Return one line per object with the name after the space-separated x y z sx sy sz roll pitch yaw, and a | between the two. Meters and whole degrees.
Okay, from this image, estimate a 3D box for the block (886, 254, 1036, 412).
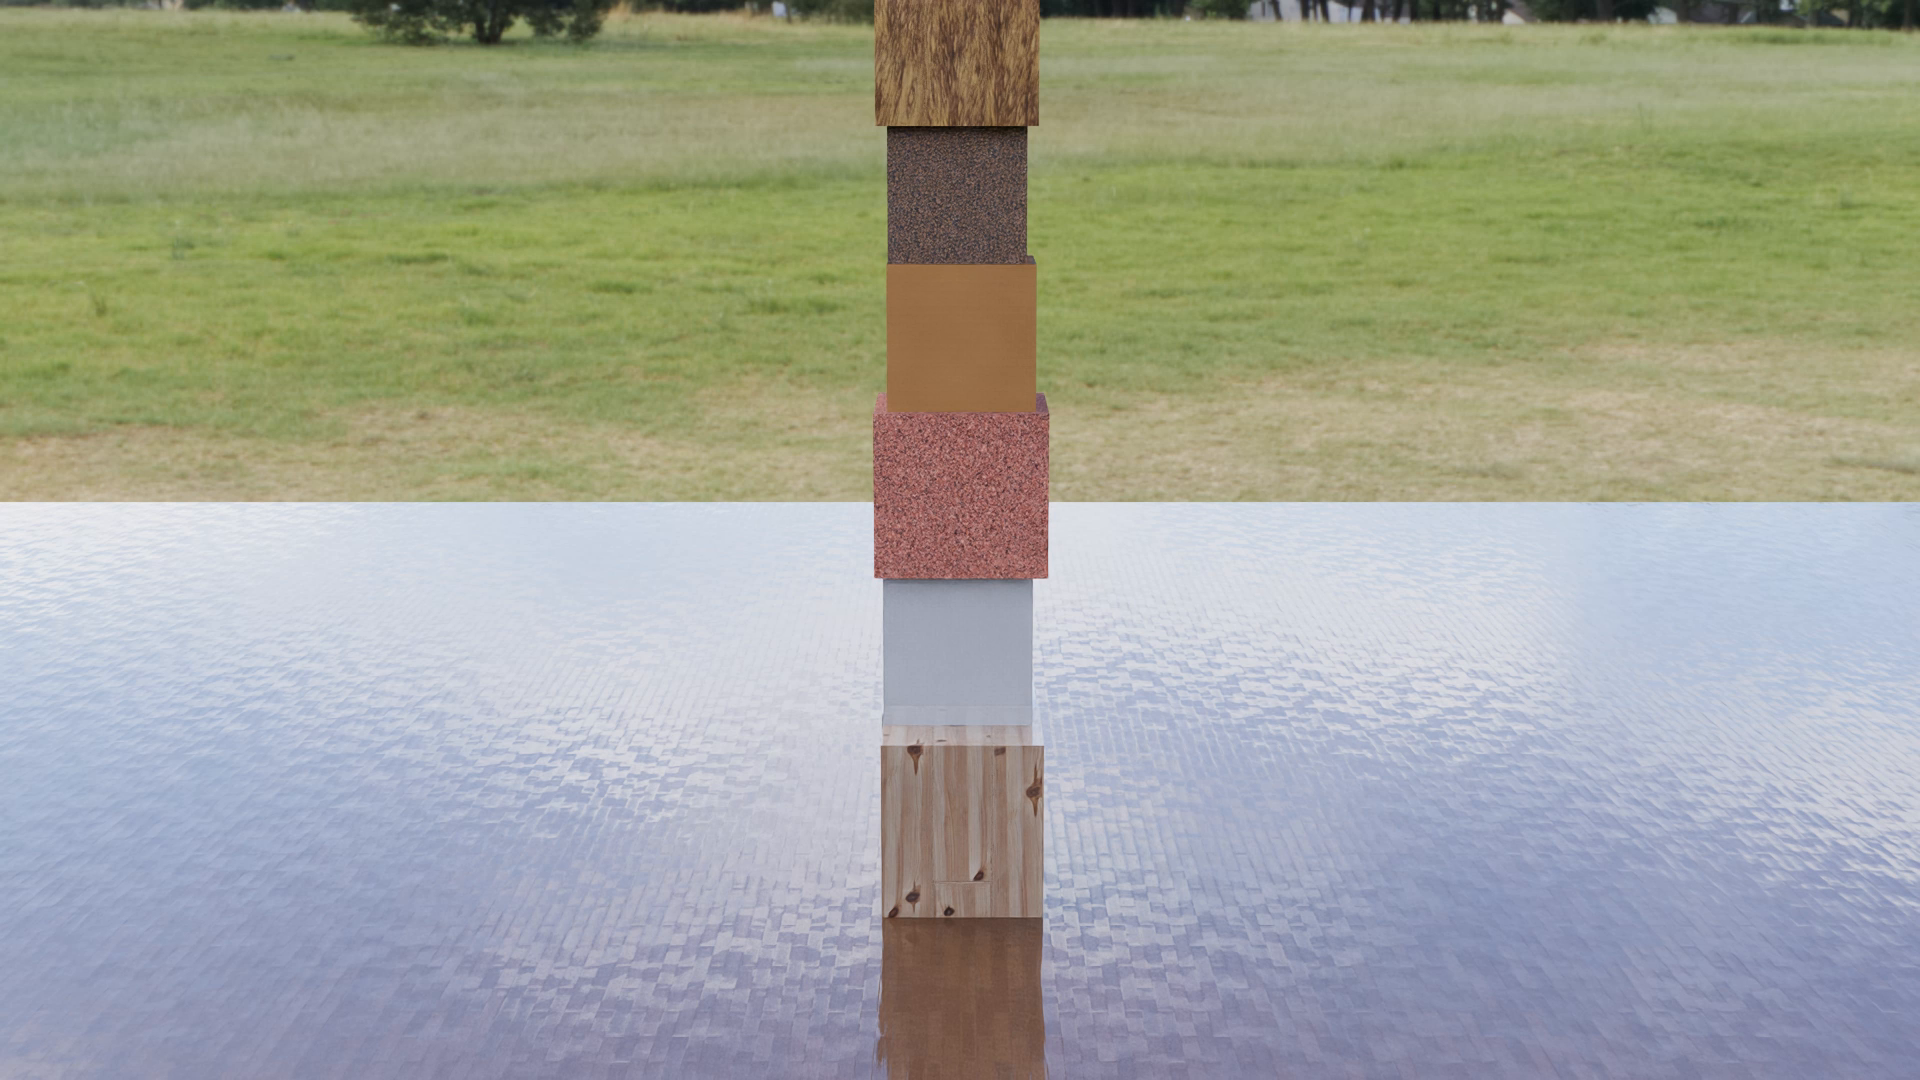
0.006 -0.895 11.018 0.626 0.616 0.588 0 10 0 | block

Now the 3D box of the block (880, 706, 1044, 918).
0.010 1.163 11.079 0.680 0.747 0.671 0 10 0 | block

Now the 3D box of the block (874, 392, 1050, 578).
0.005 -0.246 11.136 0.737 0.702 0.717 0 10 0 | block

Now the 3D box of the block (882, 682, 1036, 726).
-0.002 1.065 11.720 0.690 0.710 0.606 0 10 0 | block

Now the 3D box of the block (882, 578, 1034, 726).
-0.009 0.420 11.257 0.639 0.652 0.604 0 10 0 | block

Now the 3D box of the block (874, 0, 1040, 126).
-0.012 -2.085 10.801 0.673 0.663 0.648 0 10 0 | block

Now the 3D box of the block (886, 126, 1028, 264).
-0.011 -1.479 10.912 0.581 0.571 0.523 0 10 0 | block
